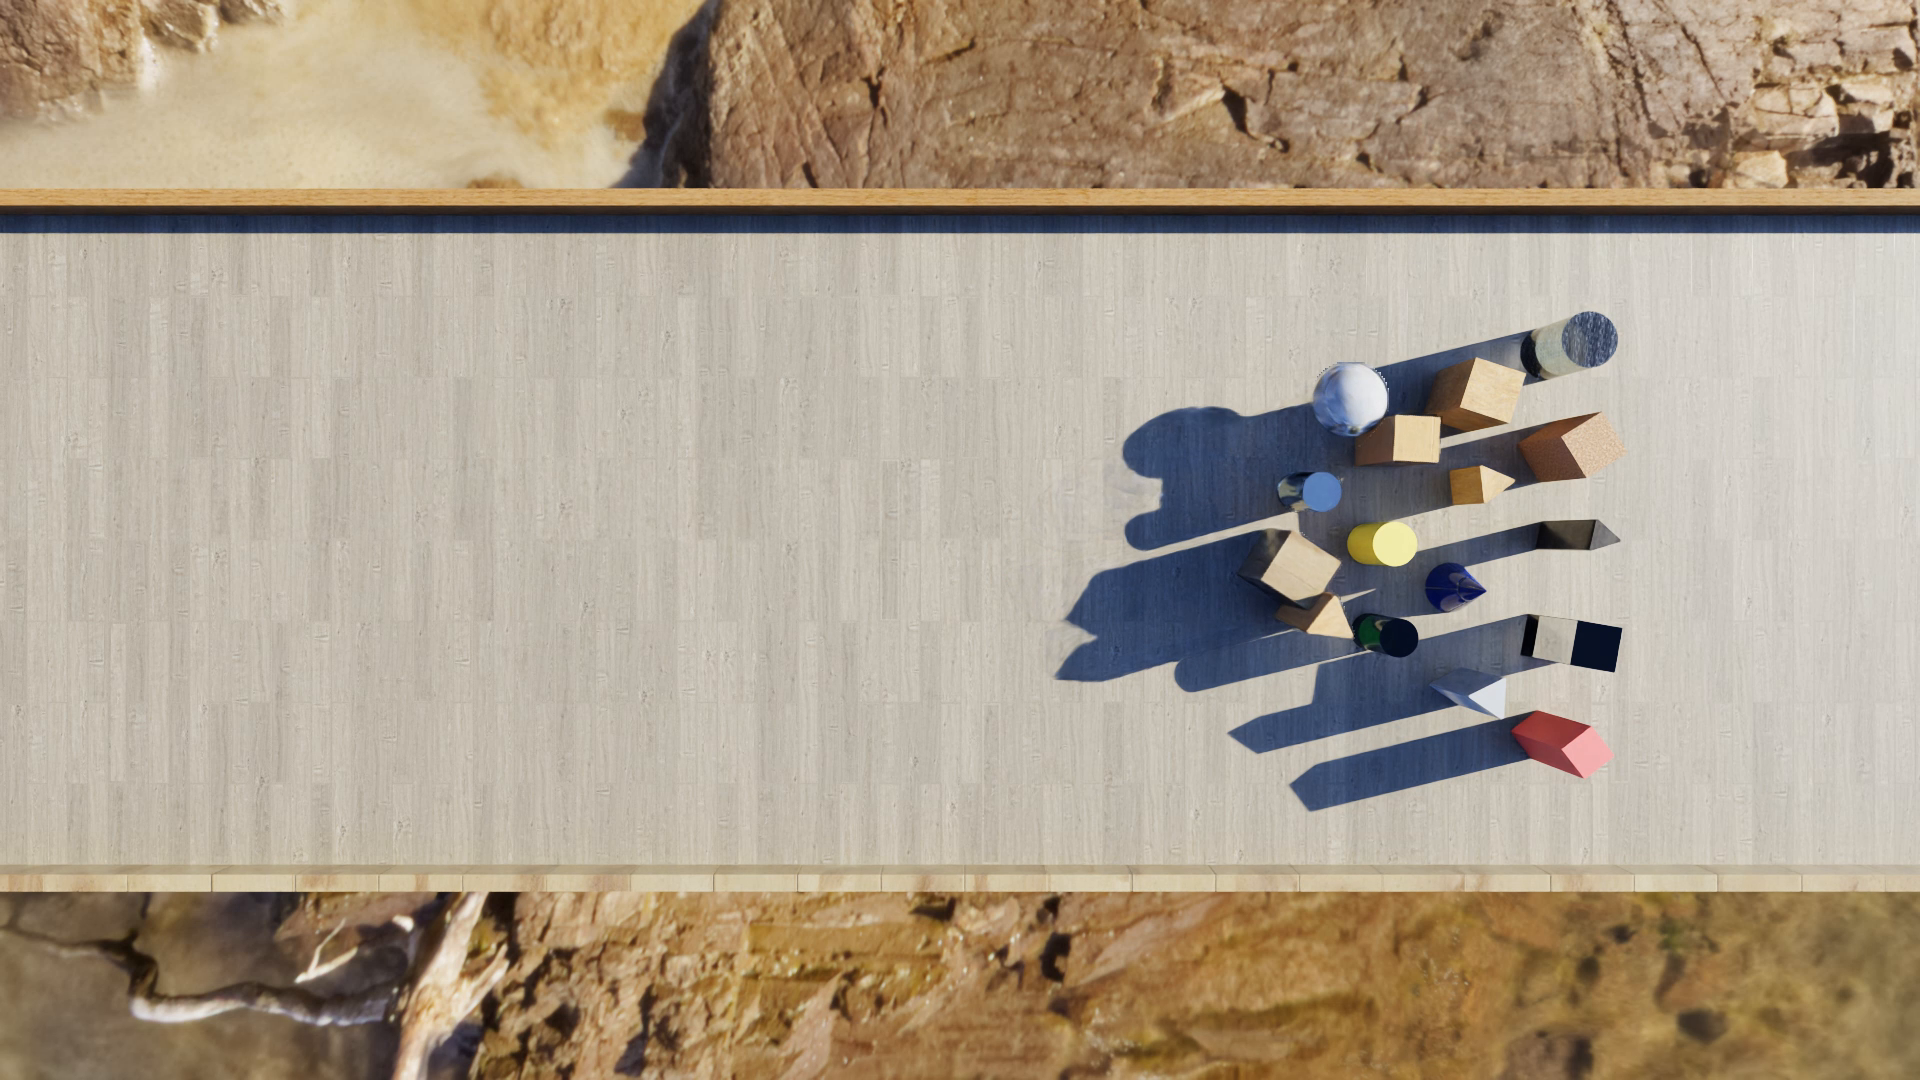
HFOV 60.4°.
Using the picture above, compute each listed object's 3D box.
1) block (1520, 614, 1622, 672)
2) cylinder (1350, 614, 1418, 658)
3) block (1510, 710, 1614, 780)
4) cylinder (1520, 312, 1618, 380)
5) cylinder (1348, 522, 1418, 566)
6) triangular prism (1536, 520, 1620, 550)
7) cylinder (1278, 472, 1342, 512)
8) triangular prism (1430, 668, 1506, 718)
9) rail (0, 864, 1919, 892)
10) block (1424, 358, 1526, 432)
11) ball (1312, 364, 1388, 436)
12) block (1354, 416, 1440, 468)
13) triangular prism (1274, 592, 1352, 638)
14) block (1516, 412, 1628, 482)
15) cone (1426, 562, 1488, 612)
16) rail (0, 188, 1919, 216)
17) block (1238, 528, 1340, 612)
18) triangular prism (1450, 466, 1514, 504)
[{"bbox_3d":[1.799,0.301,4.870,0.129,0.412,0.129,10,90,0],"label":"block"},{"bbox_3d":[1.259,0.281,4.902,0.112,0.348,0.112,0,90,0],"label":"cylinder"},{"bbox_3d":[1.767,0.598,4.858,0.107,0.437,0.107,-38,90,0],"label":"block"},{"bbox_3d":[1.805,-0.575,4.902,0.162,0.349,0.162,0,90,0],"label":"cylinder"},{"bbox_3d":[1.256,0.012,4.918,0.128,0.317,0.128,0,90,0],"label":"cylinder"},{"bbox_3d":[1.803,-0.021,4.857,0.090,0.439,0.078,-17,90,0],"label":"triangular prism"},{"bbox_3d":[1.040,-0.144,4.921,0.116,0.304,0.116,0,92,-3],"label":"cylinder"},{"bbox_3d":[1.520,0.434,4.877,0.115,0.398,0.100,34,90,0],"label":"triangular prism"},{"bbox_3d":[-2.247,1.025,5.001,12.000,0.150,0.050,0,90,0],"label":"rail"},{"bbox_3d":[1.517,-0.426,4.886,0.149,0.382,0.149,18,90,0],"label":"block"},{"bbox_3d":[1.134,-0.407,4.797,0.213,0.213,0.213,0,90,0],"label":"ball"},{"bbox_3d":[1.289,-0.288,4.880,0.129,0.388,0.129,3,90,-3],"label":"block"},{"bbox_3d":[1.042,0.200,4.854,0.130,0.436,0.112,7,93,-2],"label":"triangular prism"},{"bbox_3d":[1.807,-0.272,4.886,0.138,0.380,0.138,-32,90,0],"label":"block"},{"bbox_3d":[1.508,0.146,4.896,0.154,0.361,0.154,0,90,0],"label":"cone"},{"bbox_3d":[-2.247,-1.025,5.002,12.000,0.150,0.050,0,90,0],"label":"rail"},{"bbox_3d":[0.973,0.084,4.904,0.169,0.337,0.169,33,90,-3],"label":"block"},{"bbox_3d":[1.536,-0.178,4.926,0.108,0.301,0.094,-37,90,0],"label":"triangular prism"}]
